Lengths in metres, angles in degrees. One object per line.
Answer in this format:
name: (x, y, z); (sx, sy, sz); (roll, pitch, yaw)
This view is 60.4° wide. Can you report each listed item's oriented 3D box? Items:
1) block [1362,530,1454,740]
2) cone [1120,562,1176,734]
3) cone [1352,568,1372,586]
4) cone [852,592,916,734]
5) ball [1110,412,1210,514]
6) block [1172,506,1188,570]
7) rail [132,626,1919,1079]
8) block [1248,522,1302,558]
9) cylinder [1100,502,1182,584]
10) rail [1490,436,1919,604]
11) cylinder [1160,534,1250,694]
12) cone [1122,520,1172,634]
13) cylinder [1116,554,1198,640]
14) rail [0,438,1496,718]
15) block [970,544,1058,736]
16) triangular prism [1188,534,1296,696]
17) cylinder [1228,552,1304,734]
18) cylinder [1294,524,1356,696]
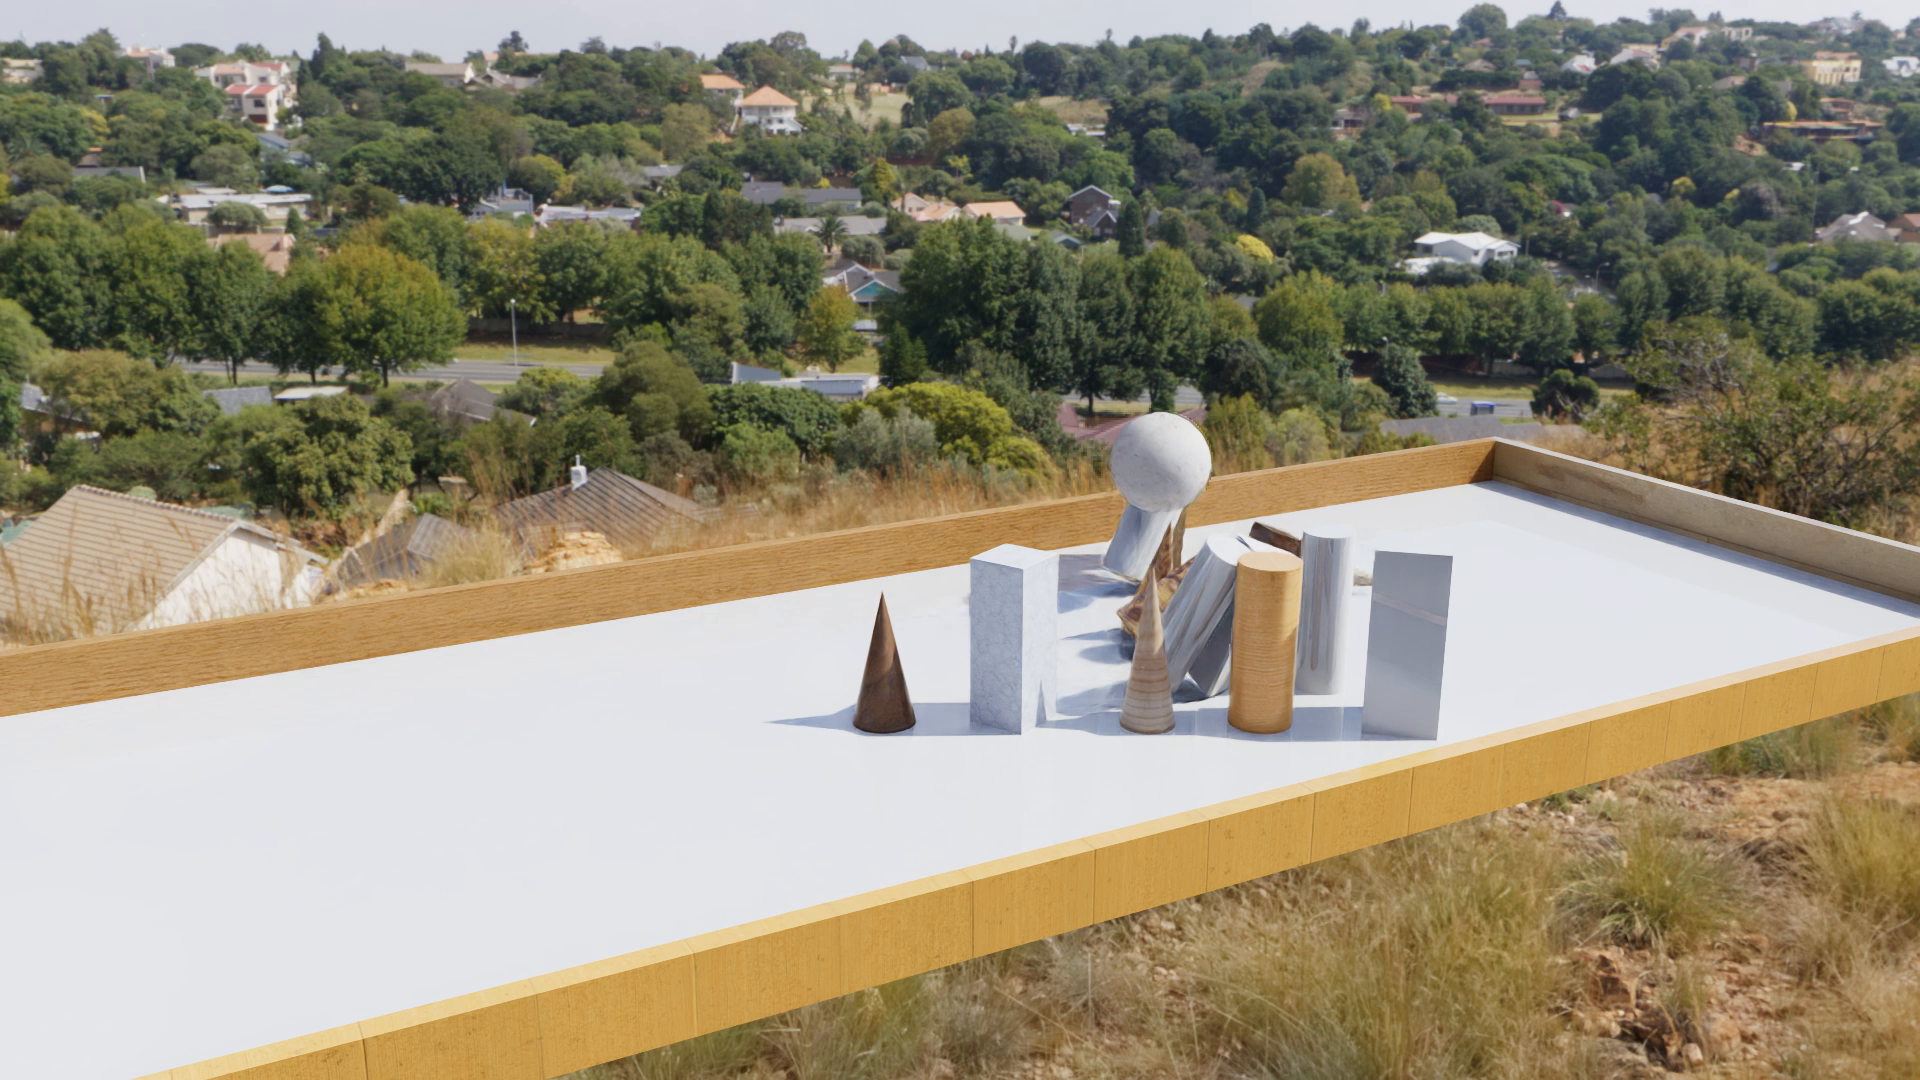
block: (1.035, 0.219, 3.825); (0.170, 0.443, 0.170); (4, 17, 14)
cone: (0.442, 0.240, 3.828); (0.131, 0.401, 0.131); (0, 16, 0)
cone: (1.112, 0.102, 4.824); (0.372, 0.137, 0.137); (9, 18, 12)
cone: (-0.179, 0.271, 3.853); (0.152, 0.327, 0.152); (0, 16, 0)
ball: (0.565, -0.218, 4.658); (0.284, 0.284, 0.284); (0, 16, 0)
block: (0.604, -0.086, 5.071); (0.164, 0.308, 0.164); (5, 15, 0)
rail: (-2.336, 1.006, 1.665); (12.000, 0.150, 0.050); (-9, 18, -27)
block: (0.783, 0.124, 4.347); (0.106, 0.314, 0.106); (18, 10, -22)
cylinder: (0.566, -0.080, 4.861); (0.156, 0.412, 0.156); (23, -5, 2)
rail: (2.466, -0.048, 5.253); (0.050, 0.150, 2.100); (-9, 18, -27)
cylinder: (0.561, 0.182, 3.988); (0.125, 0.410, 0.125); (19, 32, -12)
cone: (0.535, 0.093, 4.420); (0.145, 0.327, 0.145); (8, 22, -3)
cylinder: (0.570, 0.158, 4.310); (0.301, 0.139, 0.139); (-36, 19, 2)
rail: (-3.305, 0.497, 3.399); (12.000, 0.150, 0.050); (-9, 18, -27)
block: (0.126, 0.230, 3.859); (0.147, 0.403, 0.147); (11, 20, 34)
triangular prism: (0.661, 0.177, 4.029); (0.129, 0.375, 0.149); (34, 28, 26)
cylinder: (0.709, 0.238, 3.835); (0.150, 0.398, 0.150); (1, 17, 0)
cylinder: (0.896, 0.171, 4.060); (0.128, 0.403, 0.128); (0, 16, 0)
